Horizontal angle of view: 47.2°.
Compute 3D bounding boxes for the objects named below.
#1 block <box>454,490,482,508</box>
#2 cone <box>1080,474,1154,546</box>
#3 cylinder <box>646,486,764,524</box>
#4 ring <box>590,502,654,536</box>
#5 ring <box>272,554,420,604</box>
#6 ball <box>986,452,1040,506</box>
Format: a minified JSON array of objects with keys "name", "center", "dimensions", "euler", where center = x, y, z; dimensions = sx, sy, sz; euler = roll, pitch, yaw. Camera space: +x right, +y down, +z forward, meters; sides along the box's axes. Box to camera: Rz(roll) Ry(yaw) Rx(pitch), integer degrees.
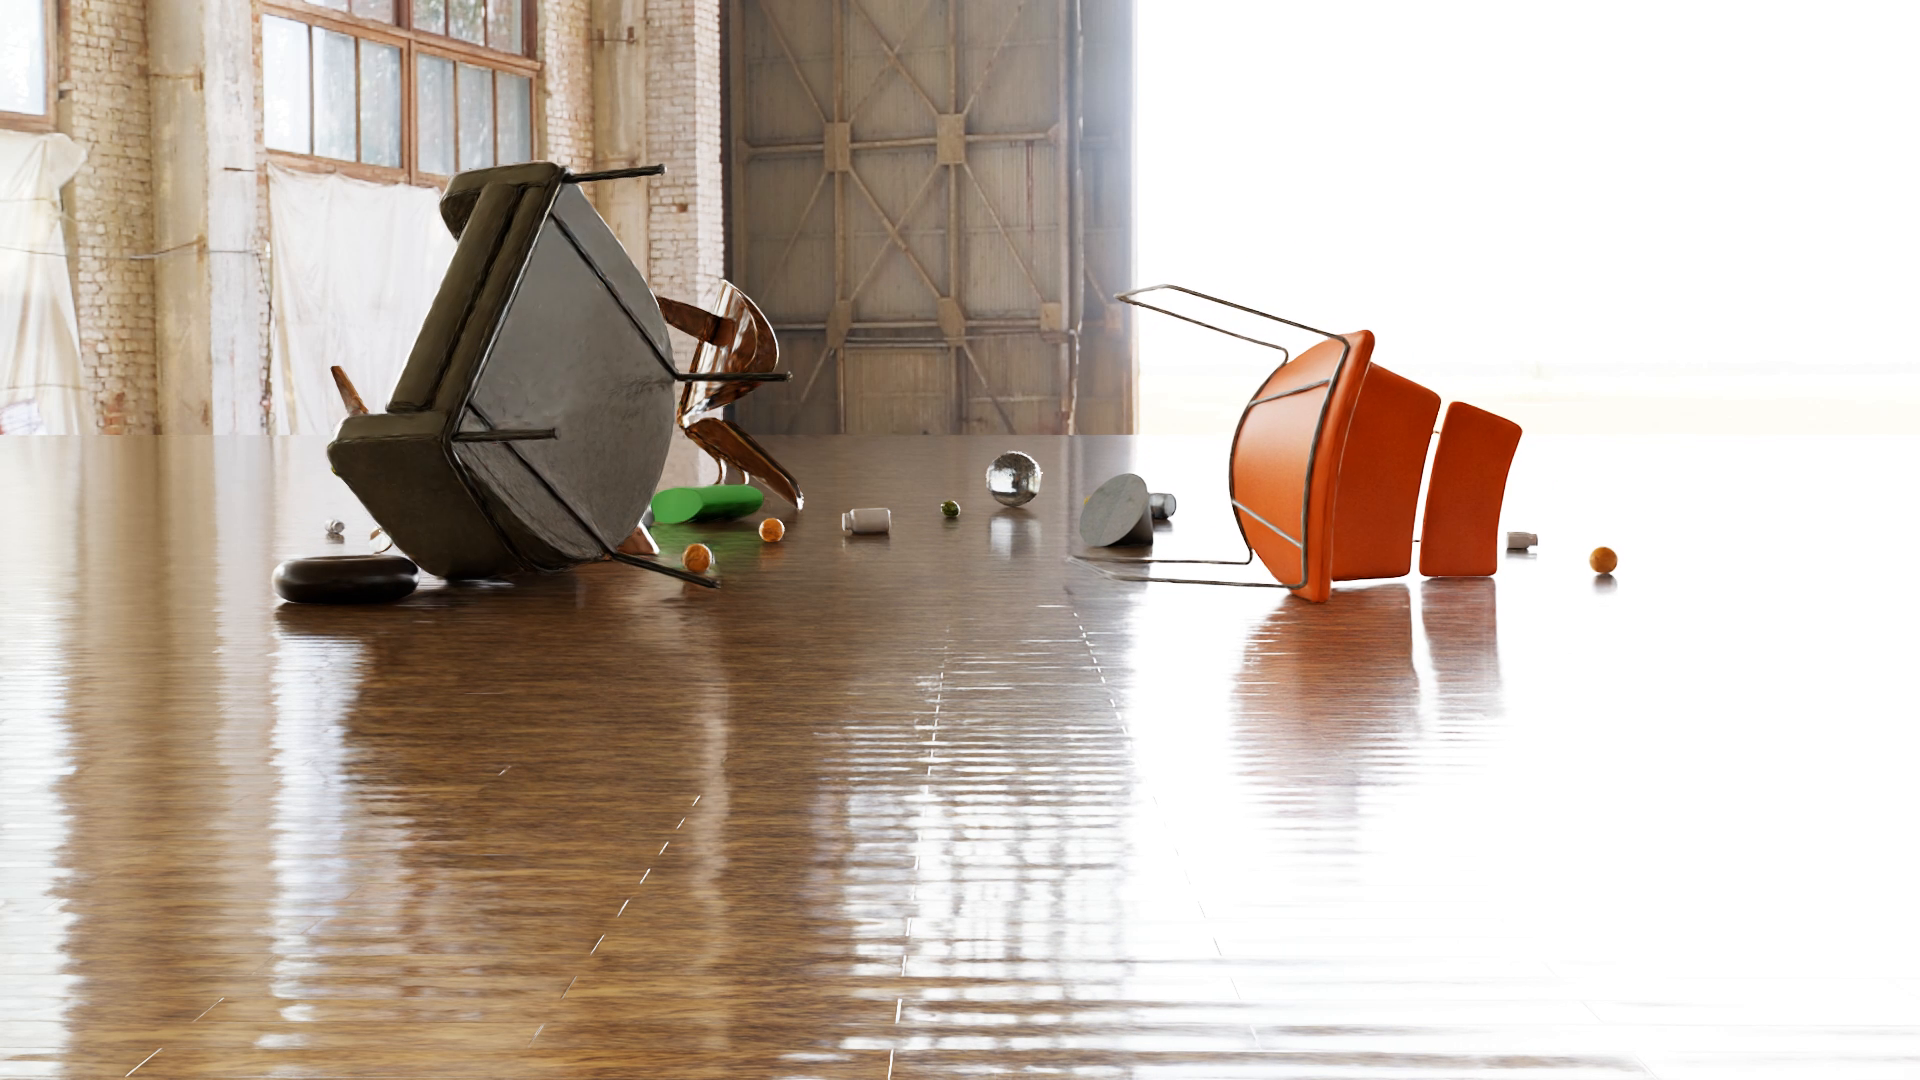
[{"name":"block","center":[-1.863,-0.153,8.333],"dimensions":[0.087,0.061,0.094],"euler":[-2,4,-21]},{"name":"cone","center":[0.504,-0.039,6.363],"dimensions":[0.188,0.246,0.266],"euler":[37,-12,-32]},{"name":"cylinder","center":[-0.866,-0.122,7.457],"dimensions":[0.285,0.115,0.281],"euler":[-6,-1,41]},{"name":"ring","center":[-1.054,-0.065,6.873],"dimensions":[0.171,0.087,0.374],"euler":[2,5,9]},{"name":"ring","center":[-1.308,0.082,4.687],"dimensions":[0.306,0.091,0.268],"euler":[-2,3,-12]},{"name":"ball","center":[0.204,-0.232,8.390],"dimensions":[0.209,0.209,0.209],"euler":[0,4,0]}]
